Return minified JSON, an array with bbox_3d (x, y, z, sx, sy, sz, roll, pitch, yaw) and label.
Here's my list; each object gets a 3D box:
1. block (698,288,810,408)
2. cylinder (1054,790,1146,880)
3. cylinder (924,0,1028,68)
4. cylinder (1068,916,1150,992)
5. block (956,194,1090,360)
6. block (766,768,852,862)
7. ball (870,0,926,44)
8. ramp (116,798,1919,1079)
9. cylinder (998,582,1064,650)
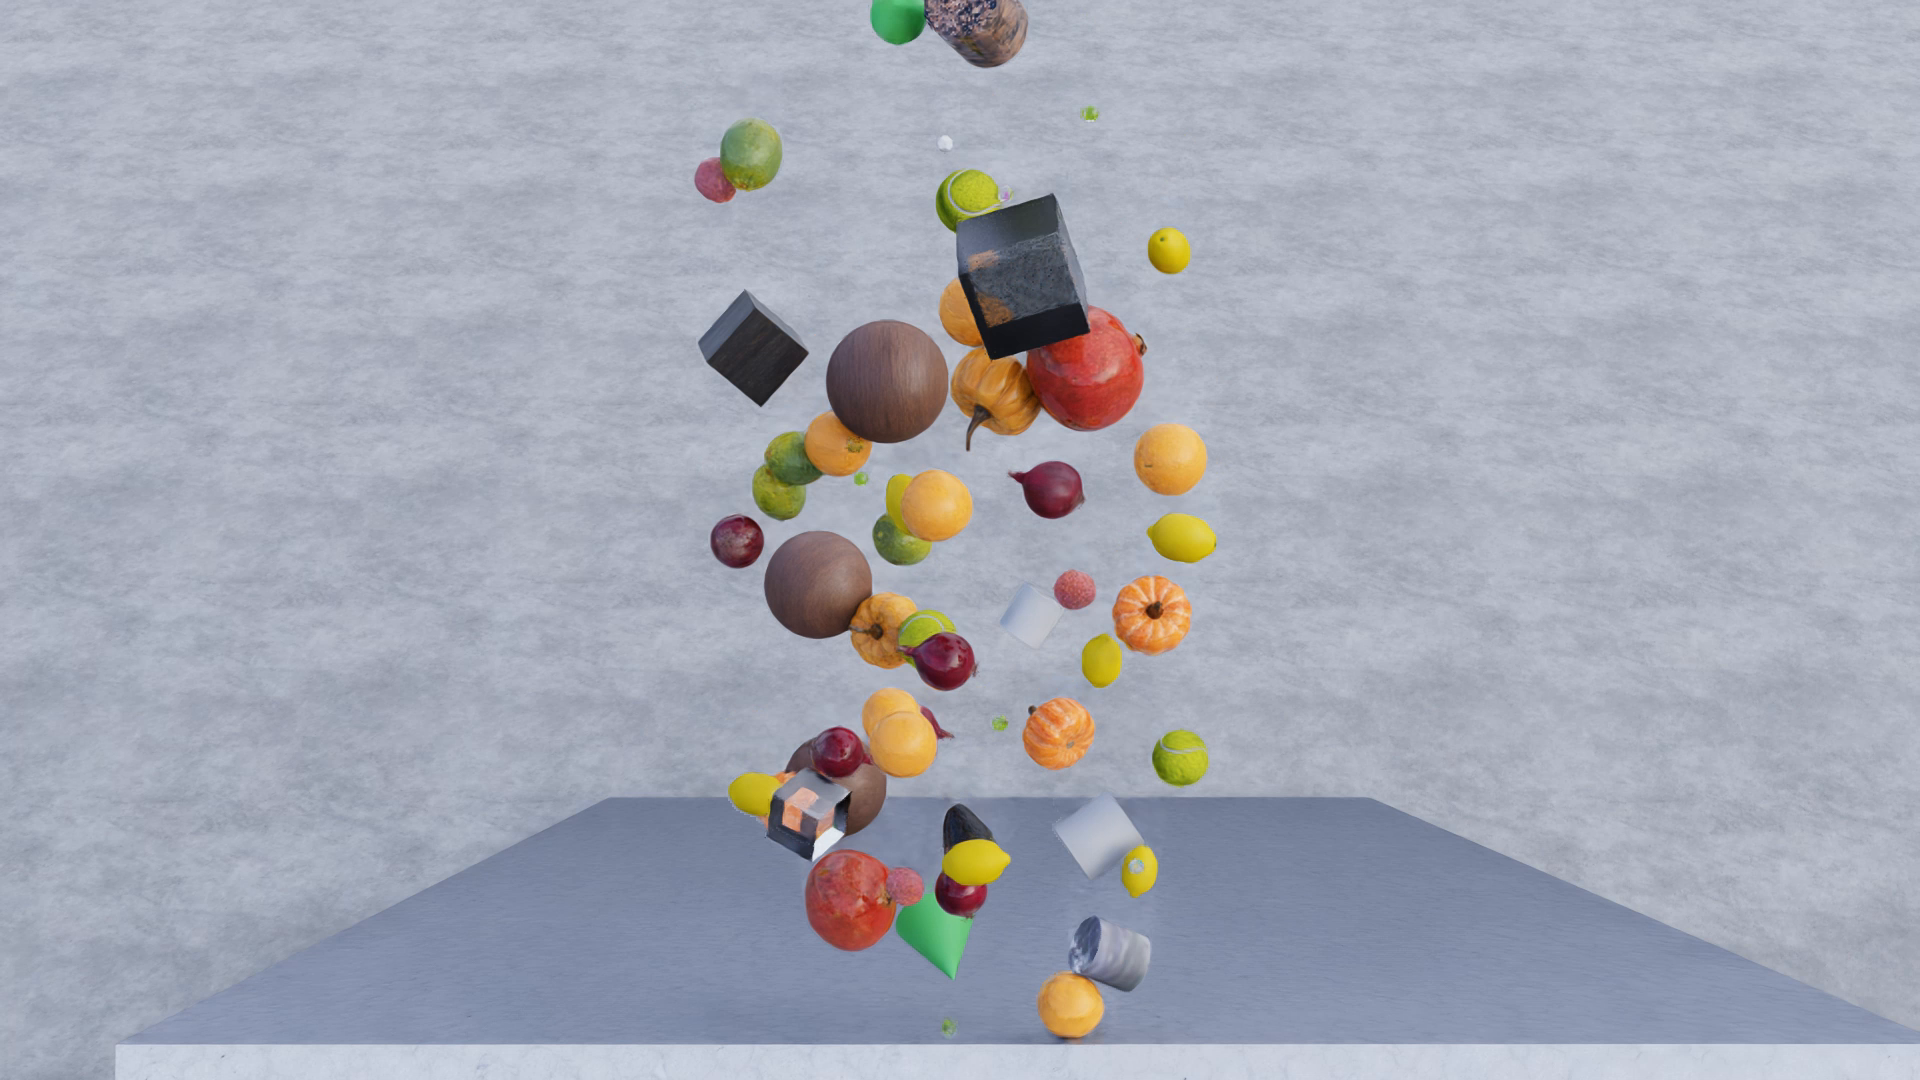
[{"bbox_3d":[-0.229,-0.213,2.879,0.081,0.081,0.081,-47,23,7],"label":"block"},{"bbox_3d":[0.160,0.339,2.980,0.076,0.076,0.076,-35,41,-1],"label":"cylinder"},{"bbox_3d":[0.017,-0.525,2.599,0.080,0.080,0.080,20,-3,26],"label":"cylinder"},{"bbox_3d":[0.167,0.461,2.889,0.066,0.066,0.066,24,29,-21],"label":"cylinder"},{"bbox_3d":[0.056,-0.236,2.330,0.094,0.094,0.094,-15,35,10],"label":"block"},{"bbox_3d":[-0.169,0.308,2.914,0.064,0.064,0.064,26,38,22],"label":"block"},{"bbox_3d":[-0.063,-0.535,2.649,0.058,0.058,0.058,0,35,0],"label":"ball"},{"bbox_3d":[0.077,0.664,4.834,2.000,0.100,4.000,0,-2,0],"label":"ramp"},{"bbox_3d":[0.076,0.081,2.771,0.052,0.052,0.052,35,4,-2],"label":"cylinder"}]
